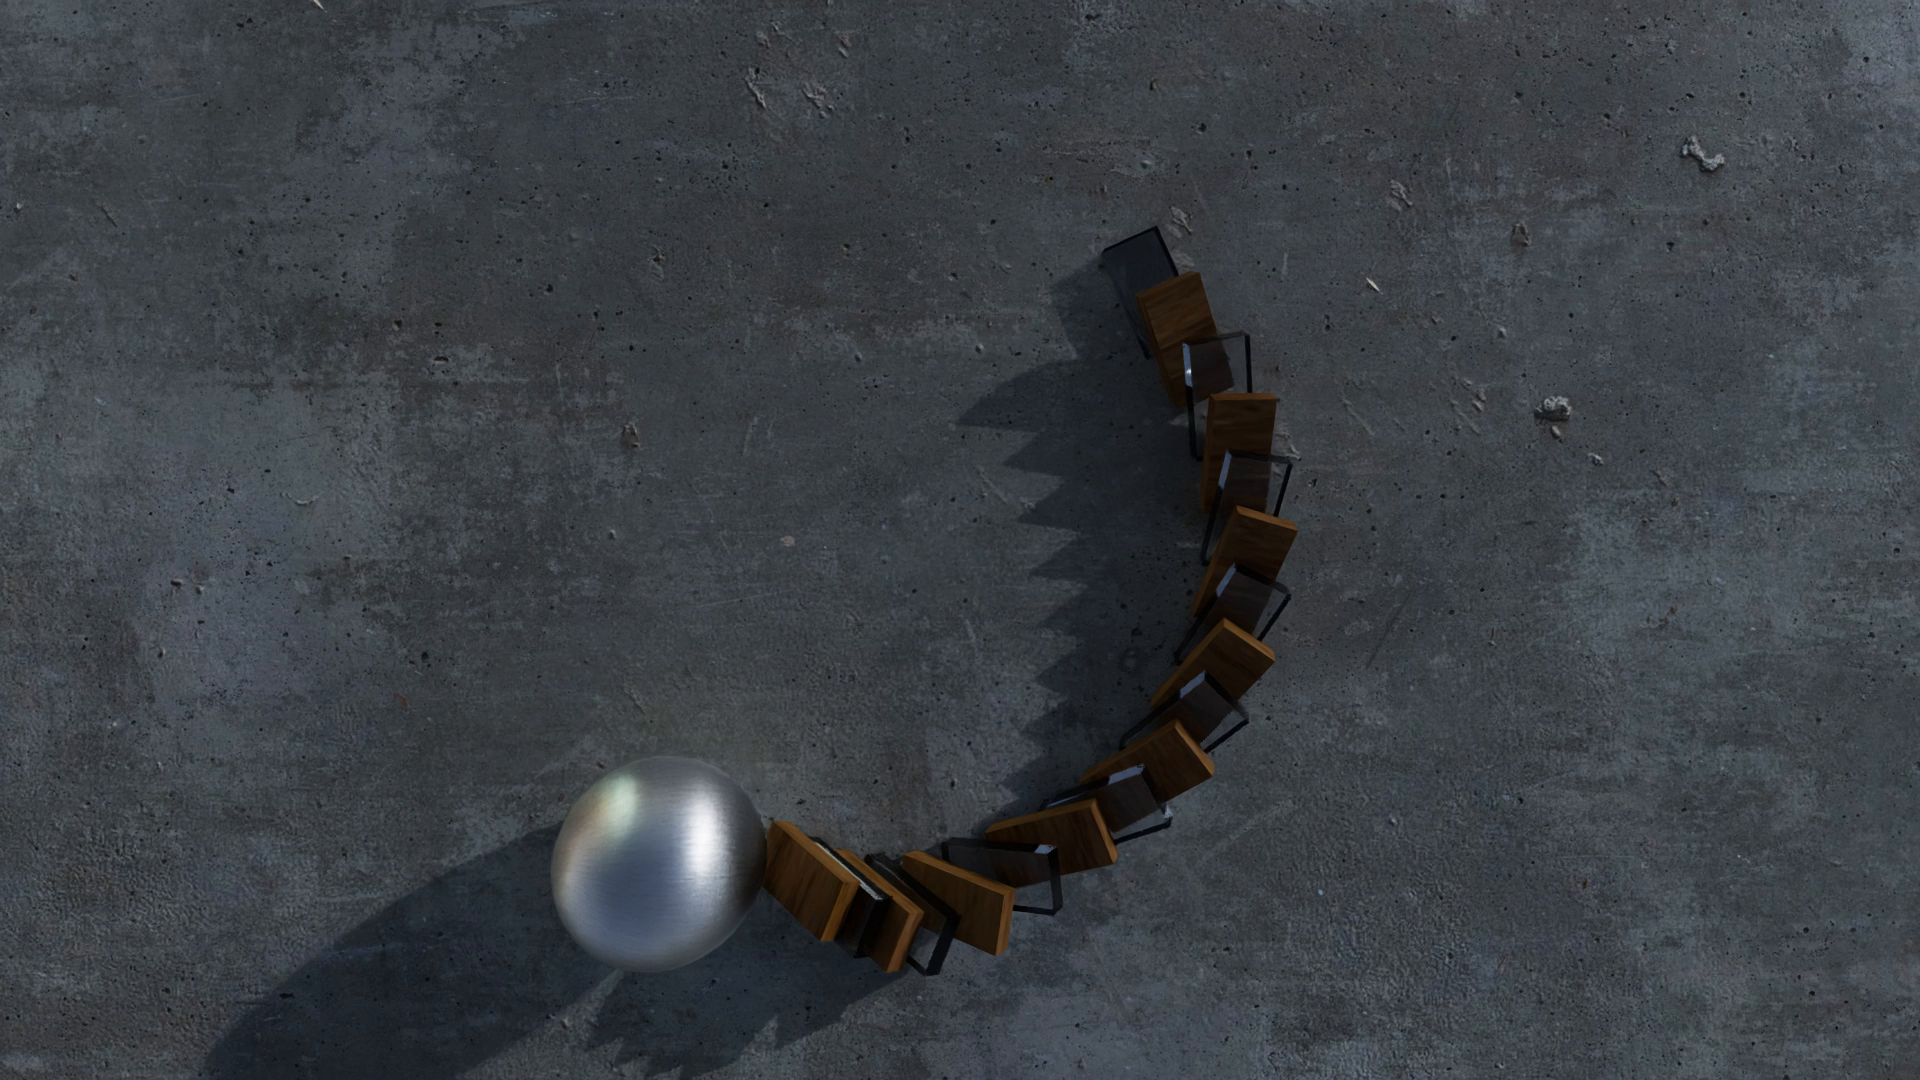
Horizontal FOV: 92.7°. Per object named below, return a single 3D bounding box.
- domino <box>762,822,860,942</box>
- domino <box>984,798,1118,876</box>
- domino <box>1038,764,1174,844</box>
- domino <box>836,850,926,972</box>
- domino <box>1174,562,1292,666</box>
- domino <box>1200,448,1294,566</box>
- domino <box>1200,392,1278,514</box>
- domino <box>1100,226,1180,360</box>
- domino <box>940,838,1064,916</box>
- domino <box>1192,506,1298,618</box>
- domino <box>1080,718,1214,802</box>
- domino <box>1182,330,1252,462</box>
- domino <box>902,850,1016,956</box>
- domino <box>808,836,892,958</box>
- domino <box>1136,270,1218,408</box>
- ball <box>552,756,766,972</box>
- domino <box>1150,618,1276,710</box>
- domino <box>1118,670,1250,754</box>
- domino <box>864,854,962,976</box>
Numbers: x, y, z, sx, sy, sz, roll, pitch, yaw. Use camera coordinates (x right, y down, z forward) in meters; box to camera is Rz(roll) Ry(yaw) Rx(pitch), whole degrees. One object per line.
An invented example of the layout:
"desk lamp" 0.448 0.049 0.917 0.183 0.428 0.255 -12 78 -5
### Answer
"domino" -0.065 0.140 0.380 0.050 0.009 0.025 22 90 42
"domino" 0.038 0.128 0.385 0.050 0.009 0.025 -22 90 24
"domino" 0.061 0.115 0.385 0.050 0.009 0.025 -28 91 25
"domino" -0.039 0.152 0.380 0.050 0.010 0.025 22 90 42
"domino" 0.114 0.036 0.385 0.025 0.009 0.050 25 115 0
"domino" 0.119 -0.012 0.385 0.025 0.010 0.050 8 115 0
"domino" 0.116 -0.036 0.385 0.025 0.010 0.050 -2 115 0
"domino" 0.083 -0.106 0.395 0.025 0.010 0.050 -24 90 0
"domino" 0.017 0.140 0.384 0.050 0.010 0.025 -6 90 30
"domino" 0.119 0.013 0.385 0.025 0.010 0.050 16 115 0
"domino" 0.078 0.098 0.385 0.050 0.010 0.025 -38 90 25
"domino" 0.109 -0.060 0.386 0.025 0.009 0.050 -11 113 0
"domino" -0.002 0.150 0.382 0.050 0.009 0.025 9 92 33
"domino" -0.052 0.147 0.380 0.050 0.010 0.025 22 90 42
"domino" 0.094 -0.084 0.385 0.025 0.009 0.050 -25 114 0
"ball" -0.117 0.126 0.360 0.080 0.080 0.080 0 90 0
"domino" 0.105 0.059 0.385 0.025 0.010 0.050 34 116 0
"domino" 0.093 0.080 0.385 0.025 0.010 0.050 44 115 0
"domino" -0.024 0.154 0.380 0.050 0.009 0.025 22 90 42
